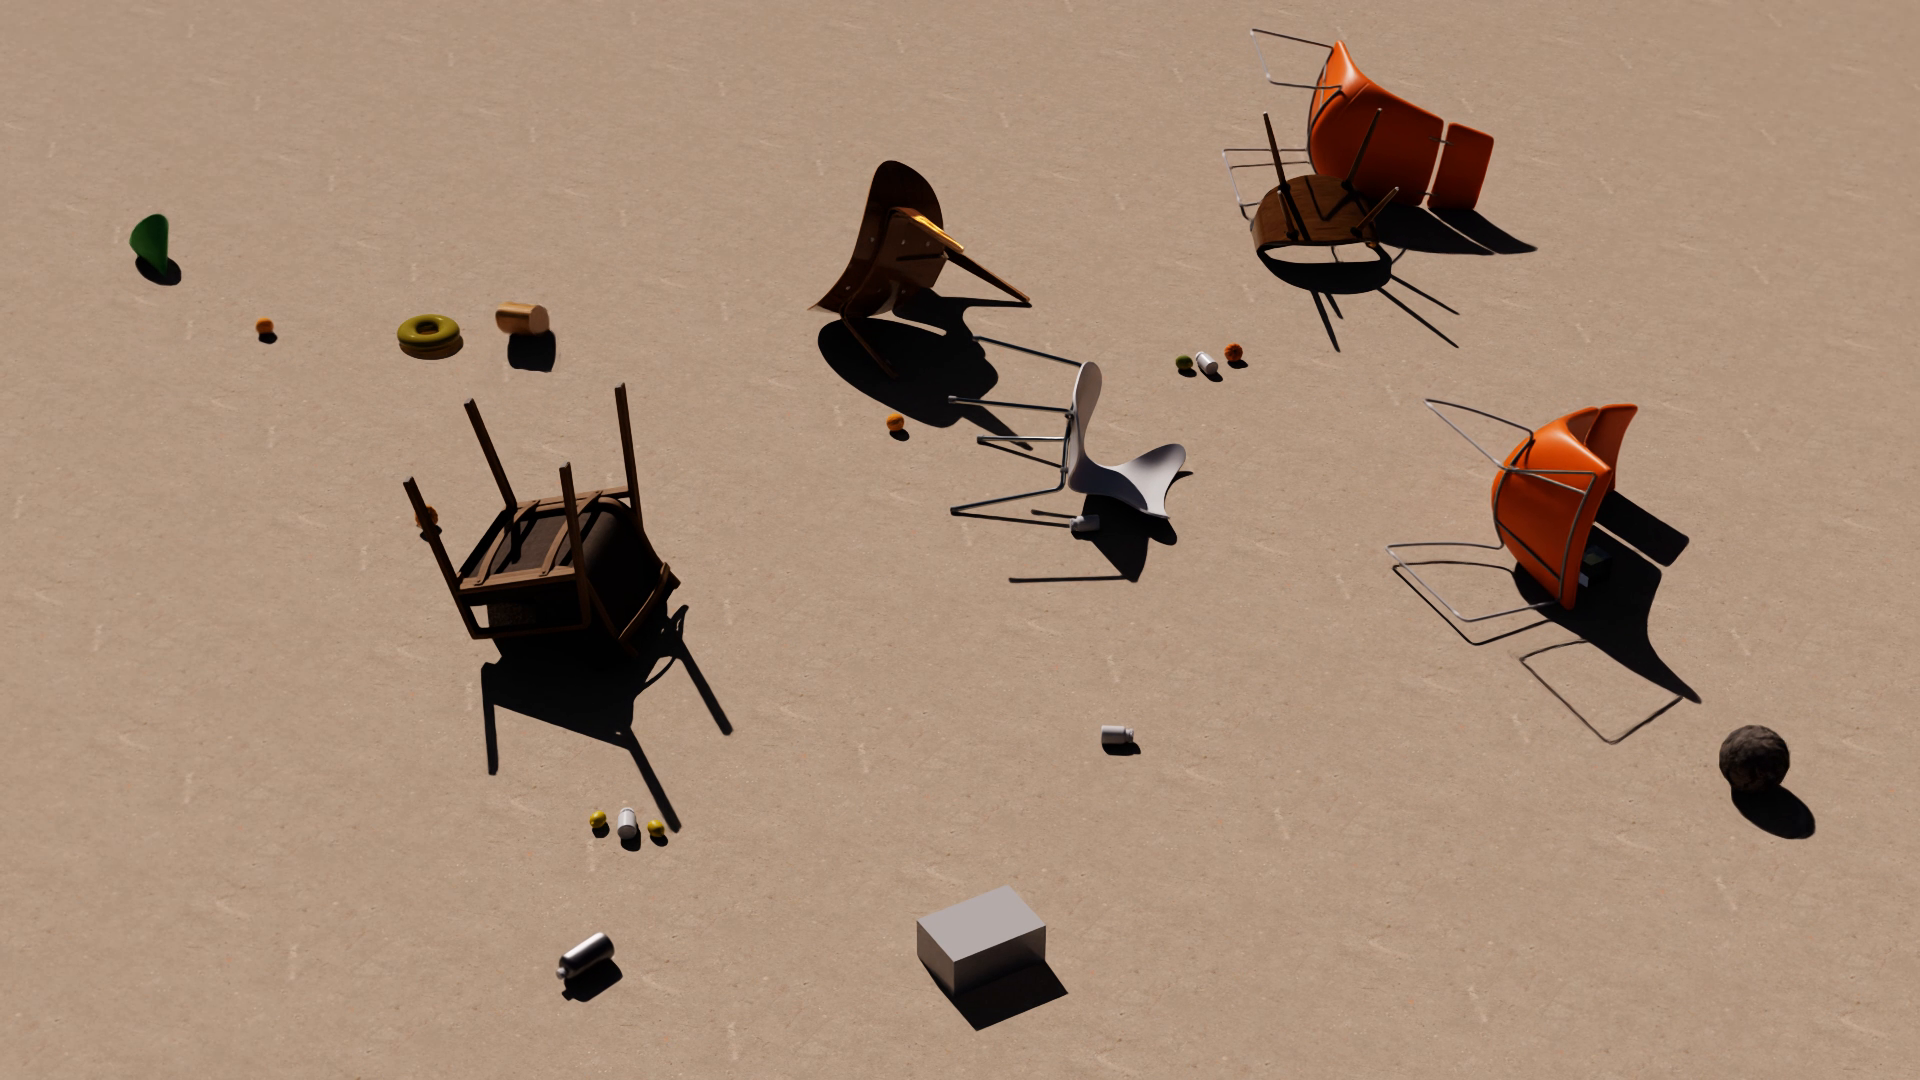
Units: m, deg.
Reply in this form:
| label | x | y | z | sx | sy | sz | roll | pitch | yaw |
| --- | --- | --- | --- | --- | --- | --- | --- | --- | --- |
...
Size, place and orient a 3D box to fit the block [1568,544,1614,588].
| label | x | y | z | sx | sy | sz | roll | pitch | yaw |
| --- | --- | --- | --- | --- | --- | --- | --- | --- | --- |
| block | 2.305 | 0.094 | 10.714 | 0.110 | 0.097 | 0.101 | -19 | 38 | -26 |

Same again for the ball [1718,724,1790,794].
| label | x | y | z | sx | sy | sz | roll | pitch | yaw |
| --- | --- | --- | --- | --- | --- | --- | --- | --- | --- |
| ball | 2.612 | 0.722 | 9.644 | 0.226 | 0.226 | 0.226 | 0 | 33 | 0 |

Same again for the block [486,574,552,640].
| label | x | y | z | sx | sy | sz | roll | pitch | yaw |
| --- | --- | --- | --- | --- | --- | --- | --- | --- | --- |
| block | -1.571 | 0.236 | 10.450 | 0.177 | 0.149 | 0.176 | 5 | 34 | 8 |

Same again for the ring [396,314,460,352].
| label | x | y | z | sx | sy | sz | roll | pitch | yaw |
| --- | --- | --- | --- | --- | --- | --- | --- | --- | --- |
| ring | -2.211 | -0.862 | 12.196 | 0.272 | 0.063 | 0.257 | 27 | 43 | 35 |

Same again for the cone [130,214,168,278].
| label | x | y | z | sx | sy | sz | roll | pitch | yaw |
| --- | --- | --- | --- | --- | --- | --- | --- | --- | --- |
| cone | -3.479 | -1.230 | 12.710 | 0.159 | 0.251 | 0.256 | -6 | 57 | -37 |

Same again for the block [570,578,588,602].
| label | x | y | z | sx | sy | sz | roll | pitch | yaw |
| --- | --- | --- | --- | --- | --- | --- | --- | --- | --- |
| block | -1.381 | 0.181 | 10.626 | 0.054 | 0.048 | 0.080 | 2 | 33 | 3 |

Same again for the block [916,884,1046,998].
| label | x | y | z | sx | sy | sz | roll | pitch | yaw |
| --- | --- | --- | --- | --- | --- | --- | --- | --- | --- |
| block | 0.065 | 1.223 | 8.958 | 0.326 | 0.144 | 0.223 | -18 | 37 | -25 |

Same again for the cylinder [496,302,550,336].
| label | x | y | z | sx | sy | sz | roll | pitch | yaw |
| --- | --- | --- | --- | --- | --- | --- | --- | --- | --- |
| cylinder | -1.814 | -0.916 | 12.172 | 0.144 | 0.128 | 0.252 | 8 | -1 | 12 |
